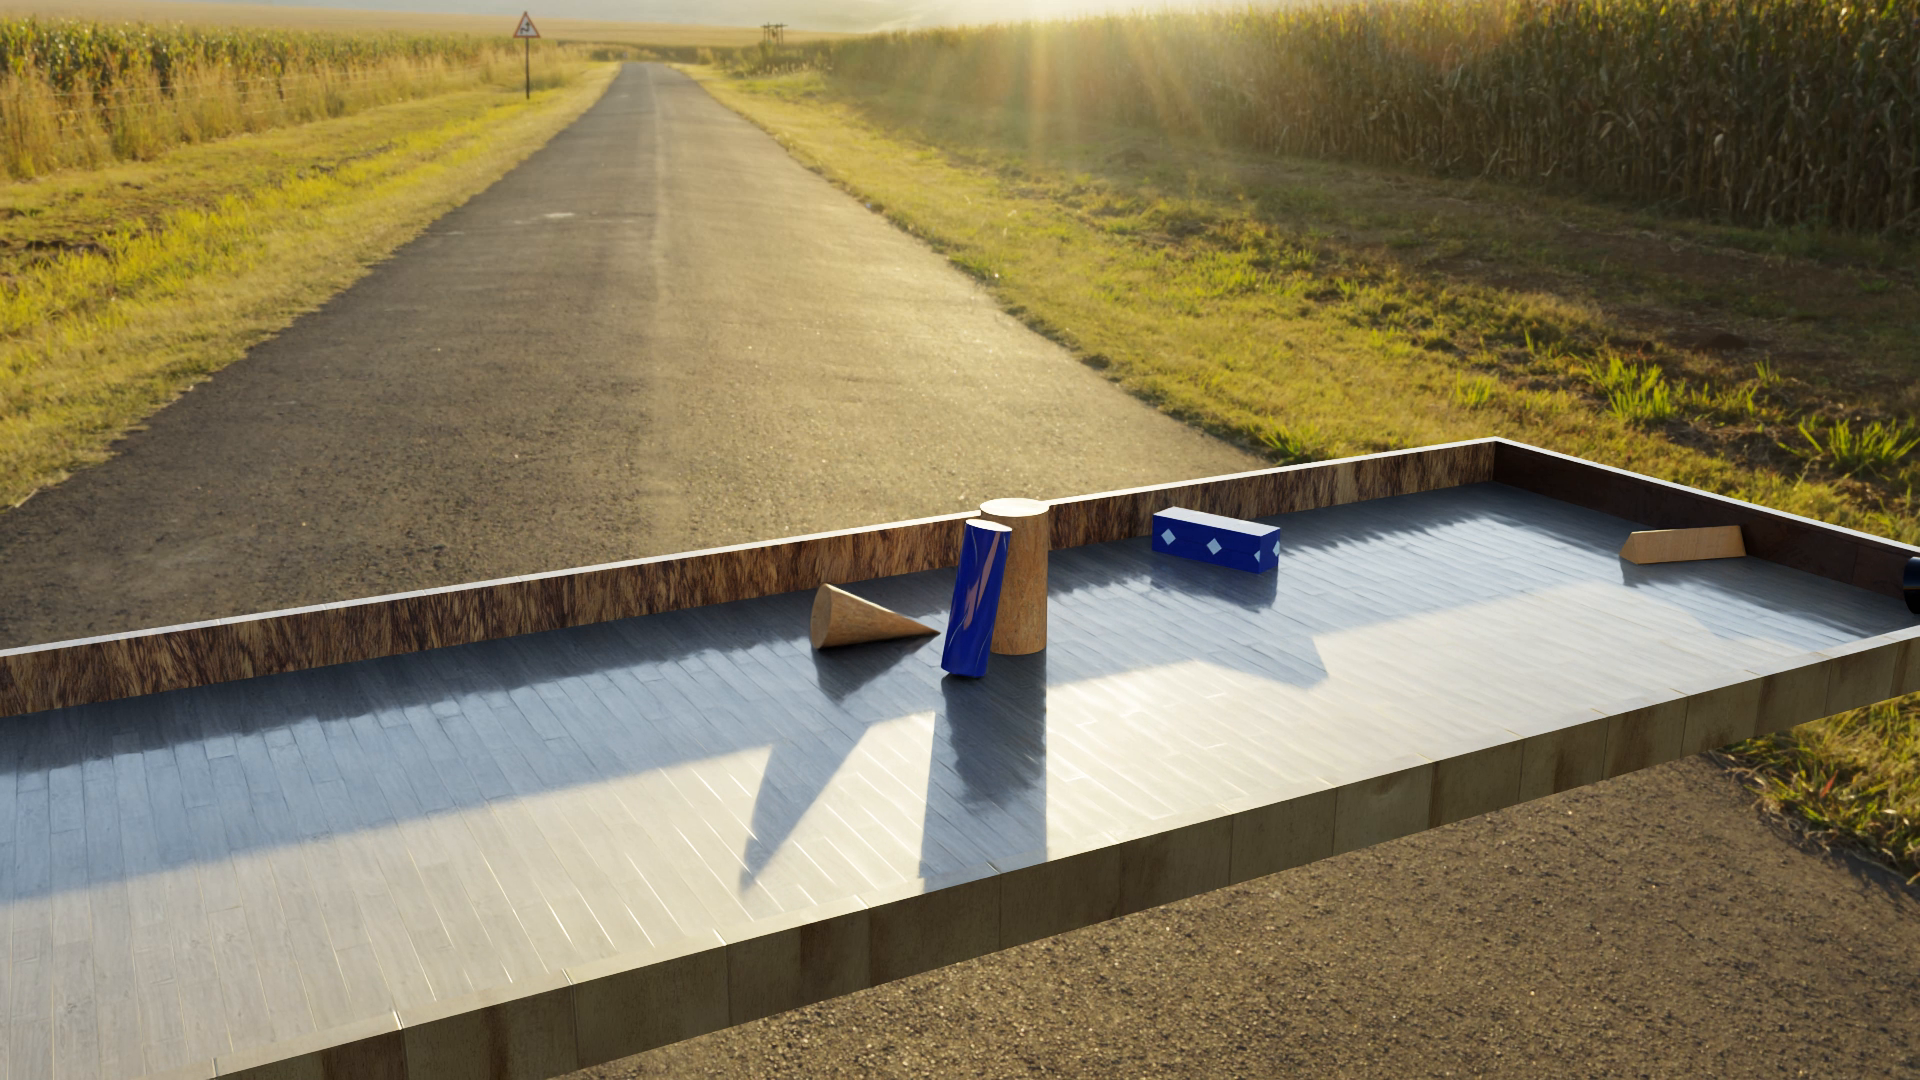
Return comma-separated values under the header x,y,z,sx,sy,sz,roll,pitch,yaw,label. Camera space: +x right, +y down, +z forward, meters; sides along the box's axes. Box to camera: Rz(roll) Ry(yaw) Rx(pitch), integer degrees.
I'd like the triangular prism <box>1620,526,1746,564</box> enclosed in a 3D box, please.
x,y,z,sx,sy,sz,roll,pitch,yaw,label
2.268,0.007,5.165,0.379,0.088,0.102,-4,17,-12,triangular prism

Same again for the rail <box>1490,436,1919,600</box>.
x,y,z,sx,sy,sz,roll,pitch,yaw,label
2.466,-0.048,5.253,0.050,0.150,2.100,-9,18,-27,rail

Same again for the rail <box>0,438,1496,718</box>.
x,y,z,sx,sy,sz,roll,pitch,yaw,label
-3.305,0.497,3.399,12.000,0.150,0.050,-9,18,-27,rail

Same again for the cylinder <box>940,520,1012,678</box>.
x,y,z,sx,sy,sz,roll,pitch,yaw,label
0.040,0.147,4.156,0.116,0.379,0.116,10,10,-2,cylinder

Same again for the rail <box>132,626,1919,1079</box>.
x,y,z,sx,sy,sz,roll,pitch,yaw,label
-2.336,1.006,1.665,12.000,0.150,0.050,-9,18,-27,rail

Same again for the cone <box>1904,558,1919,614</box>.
x,y,z,sx,sy,sz,roll,pitch,yaw,label
2.819,0.123,4.476,0.161,0.161,0.421,-13,7,-38,cone

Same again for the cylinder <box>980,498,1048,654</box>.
x,y,z,sx,sy,sz,roll,pitch,yaw,label
0.143,0.095,4.362,0.179,0.378,0.179,0,16,0,cylinder

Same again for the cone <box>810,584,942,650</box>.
x,y,z,sx,sy,sz,roll,pitch,yaw,label
-0.209,0.228,4.429,0.347,0.175,0.175,9,12,-22,cone

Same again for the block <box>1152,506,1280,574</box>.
x,y,z,sx,sy,sz,roll,pitch,yaw,label
0.796,-0.002,5.150,0.387,0.119,0.119,13,21,38,block
